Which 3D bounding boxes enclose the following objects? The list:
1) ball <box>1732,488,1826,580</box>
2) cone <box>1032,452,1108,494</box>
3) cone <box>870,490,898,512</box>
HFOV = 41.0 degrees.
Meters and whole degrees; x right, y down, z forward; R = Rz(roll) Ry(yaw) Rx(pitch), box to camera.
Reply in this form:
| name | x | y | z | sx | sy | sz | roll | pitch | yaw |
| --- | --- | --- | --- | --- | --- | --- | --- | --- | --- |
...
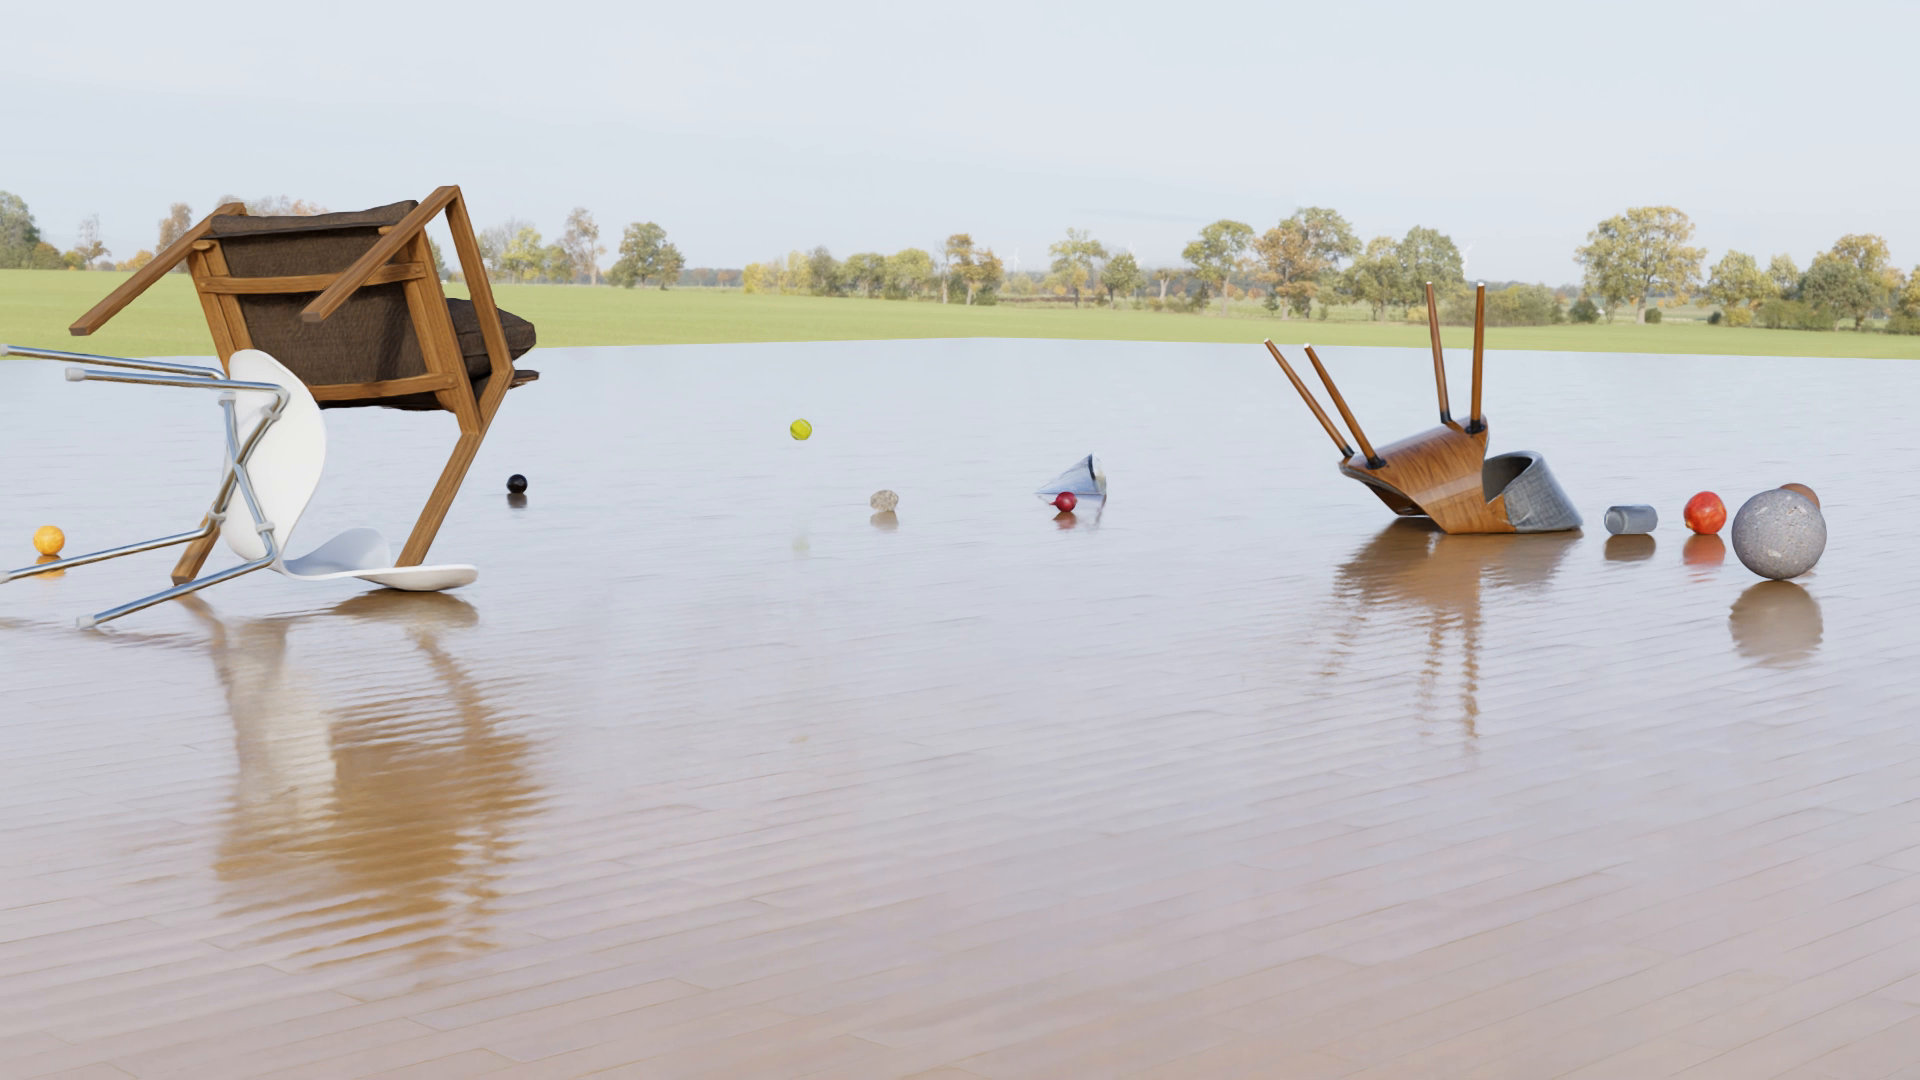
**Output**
| name | x | y | z | sx | sy | sz | roll | pitch | yaw |
| --- | --- | --- | --- | --- | --- | --- | --- | --- | --- |
| ball | 1.776 | -0.012 | 5.564 | 0.198 | 0.198 | 0.198 | 0 | 6 | 0 |
| cone | 0.321 | -0.173 | 7.776 | 0.214 | 0.135 | 0.212 | -17 | 6 | 11 |
| cone | -0.202 | -0.100 | 7.243 | 0.085 | 0.061 | 0.103 | -8 | -12 | 11 |
